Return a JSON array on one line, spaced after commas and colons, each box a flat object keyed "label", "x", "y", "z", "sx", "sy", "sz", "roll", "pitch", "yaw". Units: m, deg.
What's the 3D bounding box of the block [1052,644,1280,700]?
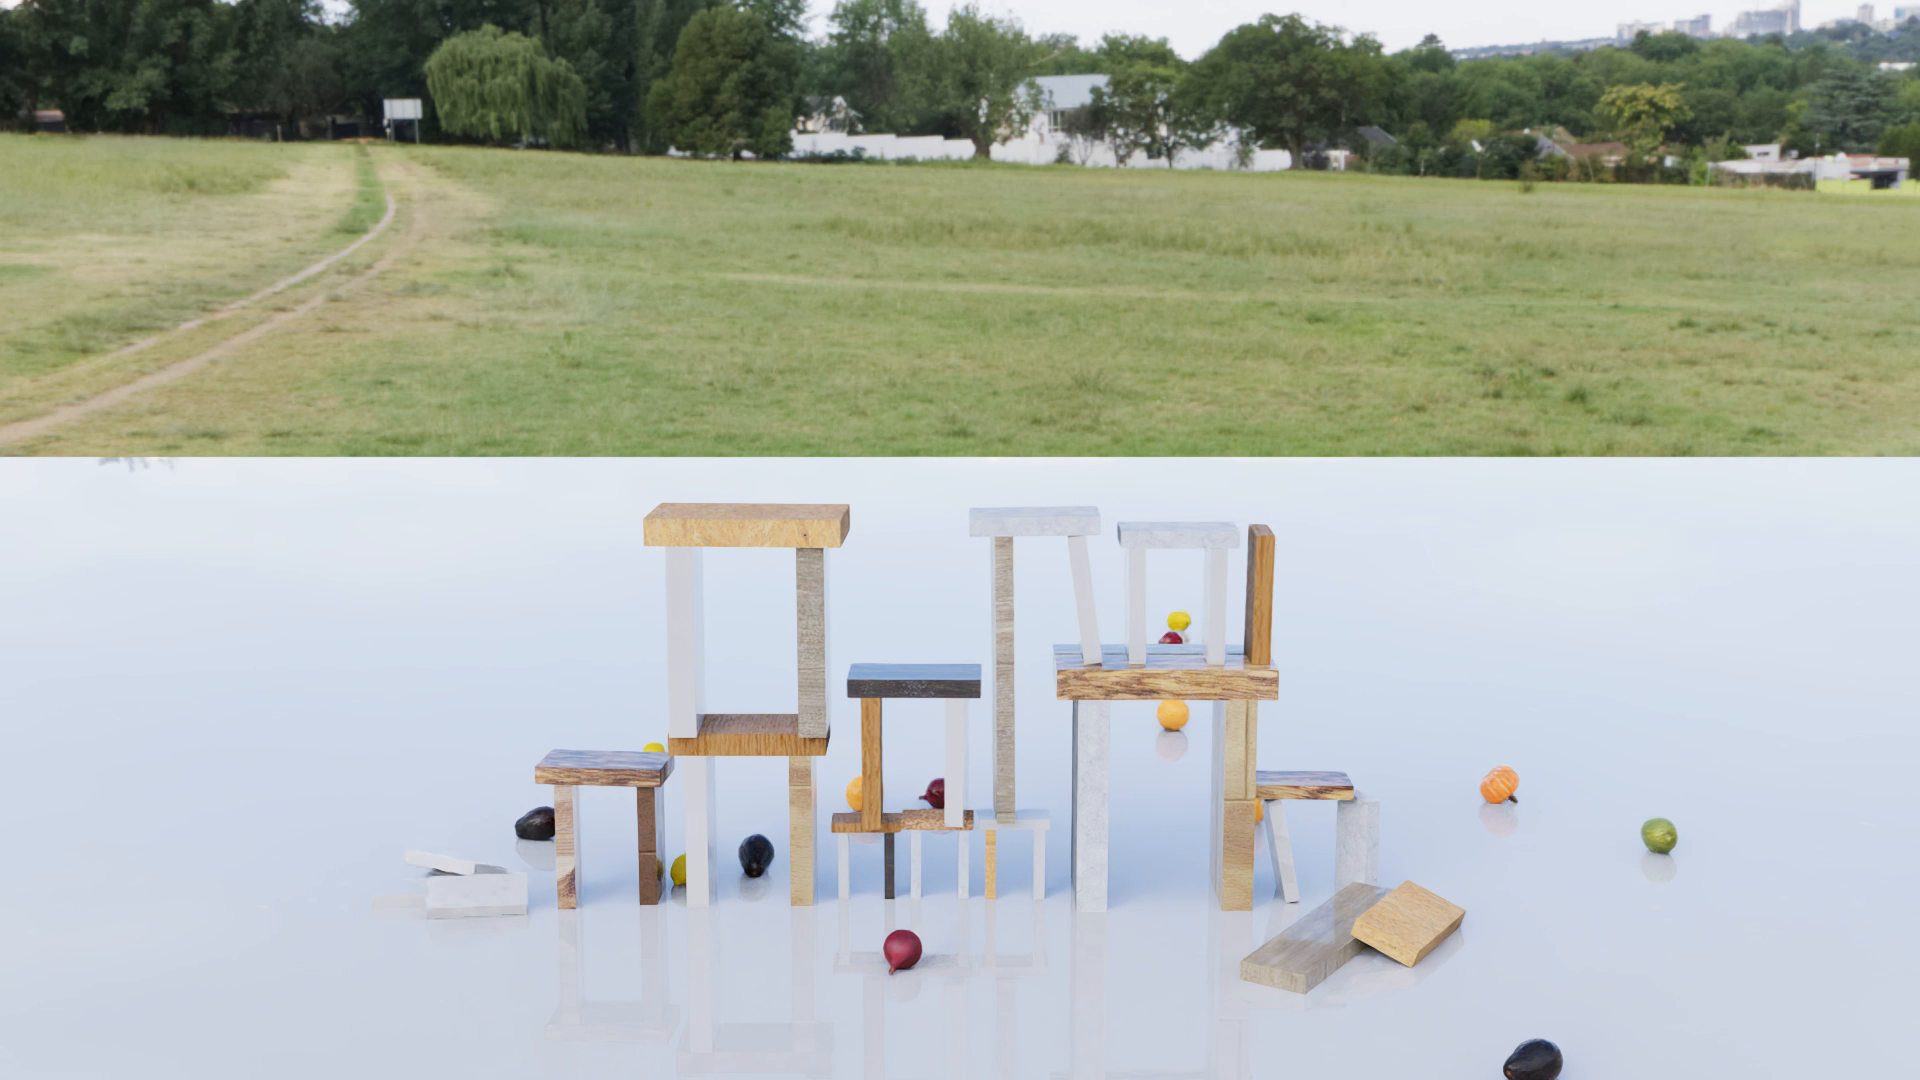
[{"label": "block", "x": 0.333, "y": 0.216, "z": 3.605, "sx": 0.355, "sy": 0.050, "sz": 0.177, "roll": 0, "pitch": 11, "yaw": 0}]

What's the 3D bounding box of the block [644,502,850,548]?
[{"label": "block", "x": -0.341, "y": -0.025, "z": 3.548, "sx": 0.312, "sy": 0.044, "sz": 0.156, "roll": 1, "pitch": 11, "yaw": 3}]

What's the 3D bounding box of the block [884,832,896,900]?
[{"label": "block", "x": -0.117, "y": 0.533, "z": 3.661, "sx": 0.016, "sy": 0.114, "sz": 0.057, "roll": 0, "pitch": 11, "yaw": 0}]

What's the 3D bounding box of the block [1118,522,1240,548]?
[{"label": "block", "x": 0.353, "y": -0.008, "z": 3.558, "sx": 0.190, "sy": 0.027, "sz": 0.095, "roll": 0, "pitch": 11, "yaw": 0}]

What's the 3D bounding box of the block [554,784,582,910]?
[{"label": "block", "x": -0.646, "y": 0.493, "z": 3.627, "sx": 0.029, "sy": 0.207, "sz": 0.103, "roll": -1, "pitch": 11, "yaw": -4}]

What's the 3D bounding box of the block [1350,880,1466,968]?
[{"label": "block", "x": 0.705, "y": 0.600, "z": 3.448, "sx": 0.106, "sy": 0.030, "sz": 0.211, "roll": 27, "pitch": 22, "yaw": 26}]

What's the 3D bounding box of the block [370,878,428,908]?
[{"label": "block", "x": -0.887, "y": 0.583, "z": 3.643, "sx": 0.159, "sy": 0.023, "sz": 0.080, "roll": -1, "pitch": 11, "yaw": -5}]

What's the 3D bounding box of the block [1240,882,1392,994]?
[{"label": "block", "x": 0.580, "y": 0.617, "z": 3.439, "sx": 0.106, "sy": 0.030, "sz": 0.423, "roll": 7, "pitch": 13, "yaw": 33}]

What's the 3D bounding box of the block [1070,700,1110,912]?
[{"label": "block", "x": 0.215, "y": 0.415, "z": 3.642, "sx": 0.050, "sy": 0.355, "sz": 0.177, "roll": 0, "pitch": 11, "yaw": 0}]

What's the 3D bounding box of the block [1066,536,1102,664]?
[{"label": "block", "x": 0.201, "y": 0.087, "z": 3.579, "sx": 0.030, "sy": 0.210, "sz": 0.105, "roll": -8, "pitch": 10, "yaw": 1}]

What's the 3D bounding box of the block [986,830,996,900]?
[{"label": "block", "x": 0.051, "y": 0.531, "z": 3.661, "sx": 0.017, "sy": 0.120, "sz": 0.060, "roll": 0, "pitch": 11, "yaw": 0}]

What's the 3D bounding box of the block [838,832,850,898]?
[{"label": "block", "x": -0.193, "y": 0.533, "z": 3.661, "sx": 0.016, "sy": 0.114, "sz": 0.057, "roll": 0, "pitch": 11, "yaw": 0}]

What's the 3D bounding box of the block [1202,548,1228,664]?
[{"label": "block", "x": 0.414, "y": 0.099, "z": 3.578, "sx": 0.027, "sy": 0.190, "sz": 0.095, "roll": 1, "pitch": 11, "yaw": 0}]

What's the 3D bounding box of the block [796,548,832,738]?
[{"label": "block", "x": -0.237, "y": 0.150, "z": 3.584, "sx": 0.044, "sy": 0.312, "sz": 0.156, "roll": 0, "pitch": 11, "yaw": 0}]

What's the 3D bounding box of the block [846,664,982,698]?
[{"label": "block", "x": -0.073, "y": 0.230, "z": 3.597, "sx": 0.216, "sy": 0.031, "sz": 0.108, "roll": 0, "pitch": 10, "yaw": 1}]

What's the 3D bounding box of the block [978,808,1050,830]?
[{"label": "block", "x": 0.089, "y": 0.463, "z": 3.649, "sx": 0.120, "sy": 0.017, "sz": 0.060, "roll": 0, "pitch": 10, "yaw": 0}]

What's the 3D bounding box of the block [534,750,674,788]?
[{"label": "block", "x": -0.583, "y": 0.375, "z": 3.614, "sx": 0.207, "sy": 0.029, "sz": 0.103, "roll": 1, "pitch": 11, "yaw": 5}]

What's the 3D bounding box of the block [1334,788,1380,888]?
[{"label": "block", "x": 0.662, "y": 0.505, "z": 3.663, "sx": 0.024, "sy": 0.169, "sz": 0.085, "roll": -5, "pitch": 12, "yaw": -25}]

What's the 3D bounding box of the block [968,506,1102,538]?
[{"label": "block", "x": 0.120, "y": -0.030, "z": 3.557, "sx": 0.210, "sy": 0.030, "sz": 0.105, "roll": -1, "pitch": 11, "yaw": 0}]

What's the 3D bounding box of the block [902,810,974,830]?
[{"label": "block", "x": -0.037, "y": 0.464, "z": 3.648, "sx": 0.119, "sy": 0.017, "sz": 0.059, "roll": 1, "pitch": 11, "yaw": 1}]

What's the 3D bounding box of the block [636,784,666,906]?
[{"label": "block", "x": -0.511, "y": 0.489, "z": 3.647, "sx": 0.029, "sy": 0.207, "sz": 0.103, "roll": 0, "pitch": 11, "yaw": 0}]

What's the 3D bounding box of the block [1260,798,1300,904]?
[{"label": "block", "x": 0.530, "y": 0.507, "z": 3.648, "sx": 0.024, "sy": 0.169, "sz": 0.085, "roll": -12, "pitch": 11, "yaw": -1}]

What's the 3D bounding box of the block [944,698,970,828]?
[{"label": "block", "x": -0.005, "y": 0.352, "z": 3.618, "sx": 0.031, "sy": 0.216, "sz": 0.108, "roll": 1, "pitch": 11, "yaw": 5}]

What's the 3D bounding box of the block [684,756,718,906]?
[{"label": "block", "x": -0.430, "y": 0.464, "z": 3.650, "sx": 0.036, "sy": 0.256, "sz": 0.128, "roll": 0, "pitch": 11, "yaw": 0}]

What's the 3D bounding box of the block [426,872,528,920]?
[{"label": "block", "x": -0.786, "y": 0.580, "z": 3.586, "sx": 0.159, "sy": 0.023, "sz": 0.080, "roll": -1, "pitch": 31, "yaw": -9}]

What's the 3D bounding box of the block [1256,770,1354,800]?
[{"label": "block", "x": 0.562, "y": 0.407, "z": 3.655, "sx": 0.169, "sy": 0.024, "sz": 0.085, "roll": 1, "pitch": 10, "yaw": 0}]

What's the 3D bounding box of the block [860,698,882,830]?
[{"label": "block", "x": -0.145, "y": 0.353, "z": 3.623, "sx": 0.031, "sy": 0.221, "sz": 0.108, "roll": 0, "pitch": 11, "yaw": 0}]

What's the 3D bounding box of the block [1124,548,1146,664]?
[{"label": "block", "x": 0.285, "y": 0.098, "z": 3.578, "sx": 0.027, "sy": 0.190, "sz": 0.095, "roll": -1, "pitch": 11, "yaw": 0}]

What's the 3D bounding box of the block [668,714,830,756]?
[{"label": "block", "x": -0.345, "y": 0.320, "z": 3.622, "sx": 0.256, "sy": 0.036, "sz": 0.128, "roll": 0, "pitch": 11, "yaw": 0}]

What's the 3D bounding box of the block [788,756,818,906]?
[{"label": "block", "x": -0.260, "y": 0.464, "z": 3.649, "sx": 0.036, "sy": 0.256, "sz": 0.128, "roll": 0, "pitch": 11, "yaw": 0}]

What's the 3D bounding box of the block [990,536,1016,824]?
[{"label": "block", "x": 0.070, "y": 0.220, "z": 3.604, "sx": 0.030, "sy": 0.478, "sz": 0.105, "roll": -1, "pitch": 11, "yaw": -3}]

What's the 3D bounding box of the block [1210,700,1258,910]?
[{"label": "block", "x": 0.452, "y": 0.415, "z": 3.642, "sx": 0.050, "sy": 0.355, "sz": 0.177, "roll": 0, "pitch": 11, "yaw": 0}]

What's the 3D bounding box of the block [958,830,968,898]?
[{"label": "block", "x": 0.005, "y": 0.531, "z": 3.663, "sx": 0.017, "sy": 0.119, "sz": 0.059, "roll": 0, "pitch": 11, "yaw": -1}]

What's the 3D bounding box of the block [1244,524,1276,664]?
[{"label": "block", "x": 0.487, "y": 0.088, "z": 3.577, "sx": 0.030, "sy": 0.211, "sz": 0.106, "roll": 1, "pitch": 11, "yaw": 0}]

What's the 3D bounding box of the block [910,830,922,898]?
[{"label": "block", "x": -0.074, "y": 0.531, "z": 3.663, "sx": 0.017, "sy": 0.119, "sz": 0.059, "roll": 0, "pitch": 11, "yaw": -2}]

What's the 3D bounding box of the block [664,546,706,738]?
[{"label": "block", "x": -0.447, "y": 0.150, "z": 3.585, "sx": 0.044, "sy": 0.312, "sz": 0.156, "roll": 0, "pitch": 11, "yaw": -1}]

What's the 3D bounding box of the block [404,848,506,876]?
[{"label": "block", "x": -0.856, "y": 0.551, "z": 3.728, "sx": 0.159, "sy": 0.023, "sz": 0.080, "roll": 5, "pitch": -11, "yaw": 31}]

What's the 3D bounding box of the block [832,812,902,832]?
[{"label": "block", "x": -0.155, "y": 0.469, "z": 3.649, "sx": 0.114, "sy": 0.016, "sz": 0.057, "roll": 0, "pitch": 11, "yaw": 0}]

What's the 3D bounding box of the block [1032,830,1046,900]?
[{"label": "block", "x": 0.131, "y": 0.531, "z": 3.661, "sx": 0.017, "sy": 0.120, "sz": 0.060, "roll": 0, "pitch": 11, "yaw": -1}]
